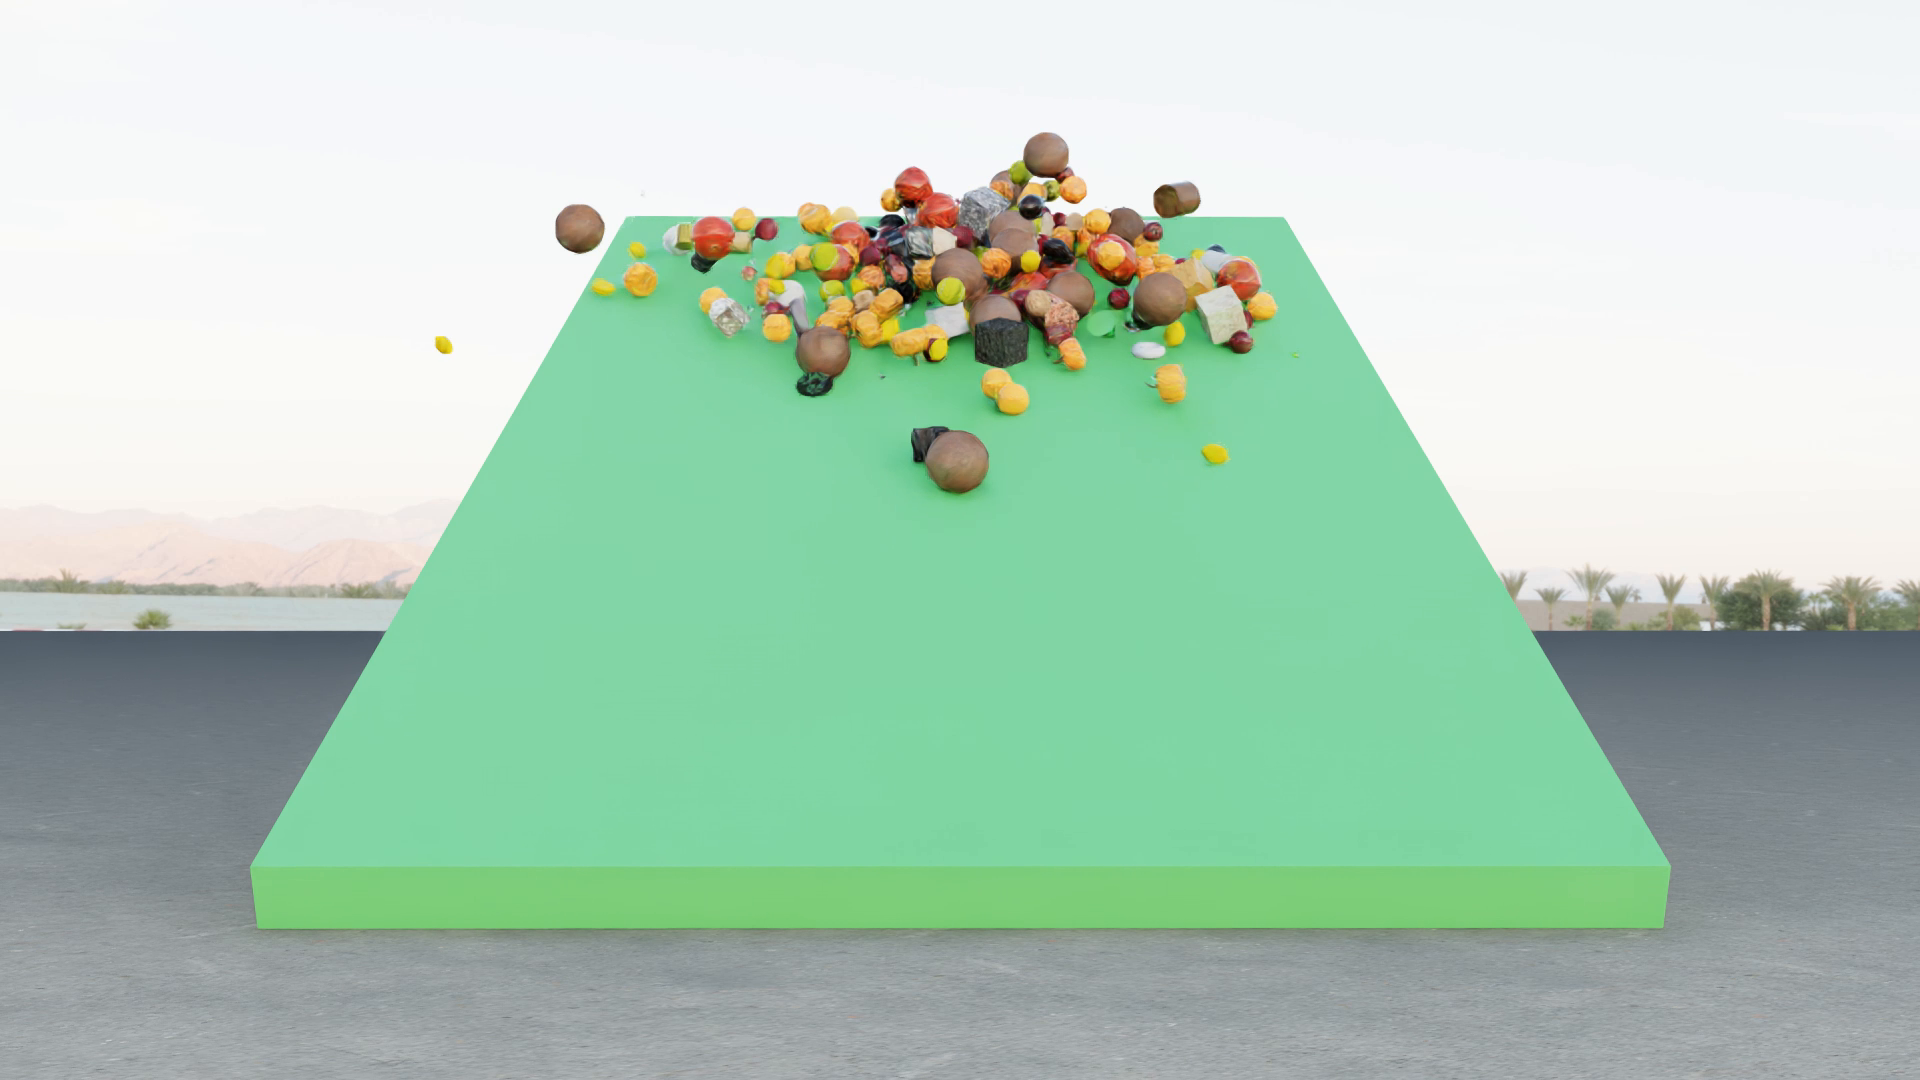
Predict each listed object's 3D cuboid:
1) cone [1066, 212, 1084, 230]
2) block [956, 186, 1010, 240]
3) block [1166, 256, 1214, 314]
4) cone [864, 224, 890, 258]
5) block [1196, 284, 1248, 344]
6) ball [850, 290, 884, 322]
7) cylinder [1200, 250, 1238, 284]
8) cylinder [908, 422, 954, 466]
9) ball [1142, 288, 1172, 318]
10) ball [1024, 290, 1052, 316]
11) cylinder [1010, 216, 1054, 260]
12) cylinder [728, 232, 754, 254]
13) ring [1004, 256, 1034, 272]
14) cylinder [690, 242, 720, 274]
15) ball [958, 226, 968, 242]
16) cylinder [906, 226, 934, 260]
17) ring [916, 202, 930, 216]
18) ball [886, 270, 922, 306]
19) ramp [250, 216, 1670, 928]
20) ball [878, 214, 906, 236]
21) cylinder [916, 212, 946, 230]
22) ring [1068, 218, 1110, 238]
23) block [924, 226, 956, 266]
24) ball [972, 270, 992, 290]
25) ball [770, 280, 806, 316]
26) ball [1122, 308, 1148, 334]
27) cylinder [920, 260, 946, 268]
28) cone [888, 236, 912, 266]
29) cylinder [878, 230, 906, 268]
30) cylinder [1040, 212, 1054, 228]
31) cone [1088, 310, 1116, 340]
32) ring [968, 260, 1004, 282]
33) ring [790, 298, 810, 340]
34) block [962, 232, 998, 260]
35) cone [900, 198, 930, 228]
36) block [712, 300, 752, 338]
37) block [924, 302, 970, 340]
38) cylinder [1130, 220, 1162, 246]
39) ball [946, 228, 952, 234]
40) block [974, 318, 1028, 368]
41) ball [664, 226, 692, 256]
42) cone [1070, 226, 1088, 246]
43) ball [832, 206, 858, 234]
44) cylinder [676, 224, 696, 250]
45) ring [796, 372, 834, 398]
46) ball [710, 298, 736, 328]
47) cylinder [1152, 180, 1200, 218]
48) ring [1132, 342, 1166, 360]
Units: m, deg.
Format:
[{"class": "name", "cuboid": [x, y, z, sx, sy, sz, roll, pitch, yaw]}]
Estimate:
[{"class": "cone", "cuboid": [0.328, -0.918, 6.563, 0.053, 0.053, 0.053, 0, 13, -2]}, {"class": "block", "cuboid": [0.063, -0.905, 6.312, 0.096, 0.096, 0.096, 35, 40, 23]}, {"class": "block", "cuboid": [0.595, -0.658, 5.896, 0.087, 0.087, 0.087, -26, -40, 26]}, {"class": "cone", "cuboid": [-0.248, -0.862, 6.440, 0.095, 0.095, 0.095, -1, -27, 26]}, {"class": "block", "cuboid": [0.642, -0.553, 5.605, 0.091, 0.091, 0.091, -20, 39, -1]}, {"class": "ball", "cuboid": [-0.237, -0.596, 5.818, 0.083, 0.083, 0.083, 0, -2, 0]}, {"class": "cylinder", "cuboid": [0.704, -0.745, 6.222, 0.077, 0.077, 0.077, 2, 15, -41]}, {"class": "cylinder", "cuboid": [-0.062, -0.201, 4.817, 0.073, 0.073, 0.073, 26, -11, -19]}, {"class": "ball", "cuboid": [0.506, -0.608, 5.871, 0.075, 0.075, 0.075, 0, -2, 0]}, {"class": "ball", "cuboid": [0.193, -0.584, 5.631, 0.068, 0.068, 0.068, 0, -2, 0]}, {"class": "cylinder", "cuboid": [0.201, -0.846, 6.412, 0.092, 0.092, 0.092, 25, -32, 17]}, {"class": "cylinder", "cuboid": [-0.625, -0.848, 6.503, 0.060, 0.060, 0.060, 3, -2, 8]}, {"class": "ring", "cuboid": [0.155, -0.729, 6.048, 0.083, 0.028, 0.083, -12, 20, 4]}, {"class": "cylinder", "cuboid": [-0.693, -0.769, 6.219, 0.060, 0.060, 0.060, 2, -40, -48]}, {"class": "ball", "cuboid": [0.023, -0.890, 6.608, 0.061, 0.061, 0.061, 0, -2, 0]}, {"class": "cylinder", "cuboid": [-0.102, -0.749, 5.775, 0.071, 0.071, 0.071, 0, -6, 0]}, {"class": "ring", "cuboid": [-0.118, -0.937, 6.607, 0.077, 0.077, 0.026, 1, 9, -24]}, {"class": "ball", "cuboid": [-0.146, -0.658, 5.972, 0.093, 0.093, 0.093, 0, -2, 0]}, {"class": "ramp", "cuboid": [-0.006, -0.216, 5.097, 2.000, 0.100, 4.000, 0, 21, 0]}, {"class": "ball", "cuboid": [-0.197, -0.904, 6.609, 0.082, 0.082, 0.082, 0, -2, 0]}, {"class": "cylinder", "cuboid": [-0.085, -0.894, 6.543, 0.066, 0.066, 0.066, -43, -11, 9]}, {"class": "ring", "cuboid": [0.381, -0.921, 6.725, 0.126, 0.042, 0.126, 0, 21, 0]}, {"class": "block", "cuboid": [-0.064, -0.764, 5.945, 0.071, 0.071, 0.071, 21, -18, -40]}, {"class": "ball", "cuboid": [0.059, -0.697, 6.132, 0.051, 0.051, 0.051, 0, -2, 0]}, {"class": "ball", "cuboid": [-0.443, -0.622, 5.874, 0.096, 0.096, 0.096, 0, -2, 0]}, {"class": "ball", "cuboid": [0.440, -0.551, 5.742, 0.061, 0.061, 0.061, 0, -2, 0]}, {"class": "cylinder", "cuboid": [-0.077, -0.806, 6.377, 0.078, 0.078, 0.078, 1, 17, -35]}, {"class": "cone", "cuboid": [-0.146, -0.770, 6.133, 0.075, 0.075, 0.075, -22, 16, 7]}, {"class": "cylinder", "cuboid": [-0.186, -0.809, 6.349, 0.073, 0.073, 0.073, 0, -31, 7]}, {"class": "cylinder", "cuboid": [0.232, -0.899, 6.486, 0.051, 0.051, 0.051, -10, -8, 41]}, {"class": "cone", "cuboid": [0.366, -0.517, 5.648, 0.077, 0.077, 0.077, -1, -28, 29]}, {"class": "ring", "cuboid": [0.071, -0.735, 6.234, 0.094, 0.031, 0.094, -2, 38, 2]}, {"class": "ring", "cuboid": [-0.393, -0.543, 5.613, 0.035, 0.106, 0.106, -14, -1, -4]}, {"class": "block", "cuboid": [0.060, -0.843, 6.399, 0.080, 0.080, 0.080, 17, -32, -1]}, {"class": "cone", "cuboid": [-0.145, -0.951, 6.538, 0.085, 0.085, 0.085, -42, -7, -6]}, {"class": "block", "cuboid": [-0.564, -0.546, 5.656, 0.058, 0.058, 0.058, -34, 12, 25]}, {"class": "block", "cuboid": [-0.032, -0.542, 5.655, 0.076, 0.076, 0.076, -17, 10, -15]}, {"class": "cylinder", "cuboid": [0.537, -0.890, 6.607, 0.070, 0.070, 0.070, -5, -1, -12]}, {"class": "ball", "cuboid": [-0.049, -0.877, 6.588, 0.051, 0.051, 0.051, 0, -2, 0]}, {"class": "block", "cuboid": [0.100, -0.476, 5.504, 0.092, 0.092, 0.092, 18, 27, 38]}, {"class": "ball", "cuboid": [-0.796, -0.846, 6.462, 0.089, 0.089, 0.089, 0, -2, 0]}, {"class": "cone", "cuboid": [0.347, -0.871, 6.617, 0.054, 0.054, 0.054, -3, -44, -3]}, {"class": "ball", "cuboid": [-0.338, -0.943, 6.725, 0.081, 0.081, 0.081, 0, -2, 0]}, {"class": "cylinder", "cuboid": [-0.761, -0.839, 6.328, 0.054, 0.054, 0.054, -1, -18, 0]}, {"class": "ring", "cuboid": [-0.335, -0.358, 5.269, 0.087, 0.029, 0.087, -3, 33, 2]}, {"class": "ball", "cuboid": [-0.590, -0.569, 5.756, 0.083, 0.083, 0.083, 0, -2, 0]}, {"class": "cylinder", "cuboid": [0.593, -0.932, 6.252, 0.093, 0.093, 0.093, -2, 11, 46]}, {"class": "ring", "cuboid": [0.458, -0.460, 5.555, 0.084, 0.028, 0.084, 1, 20, 0]}]
